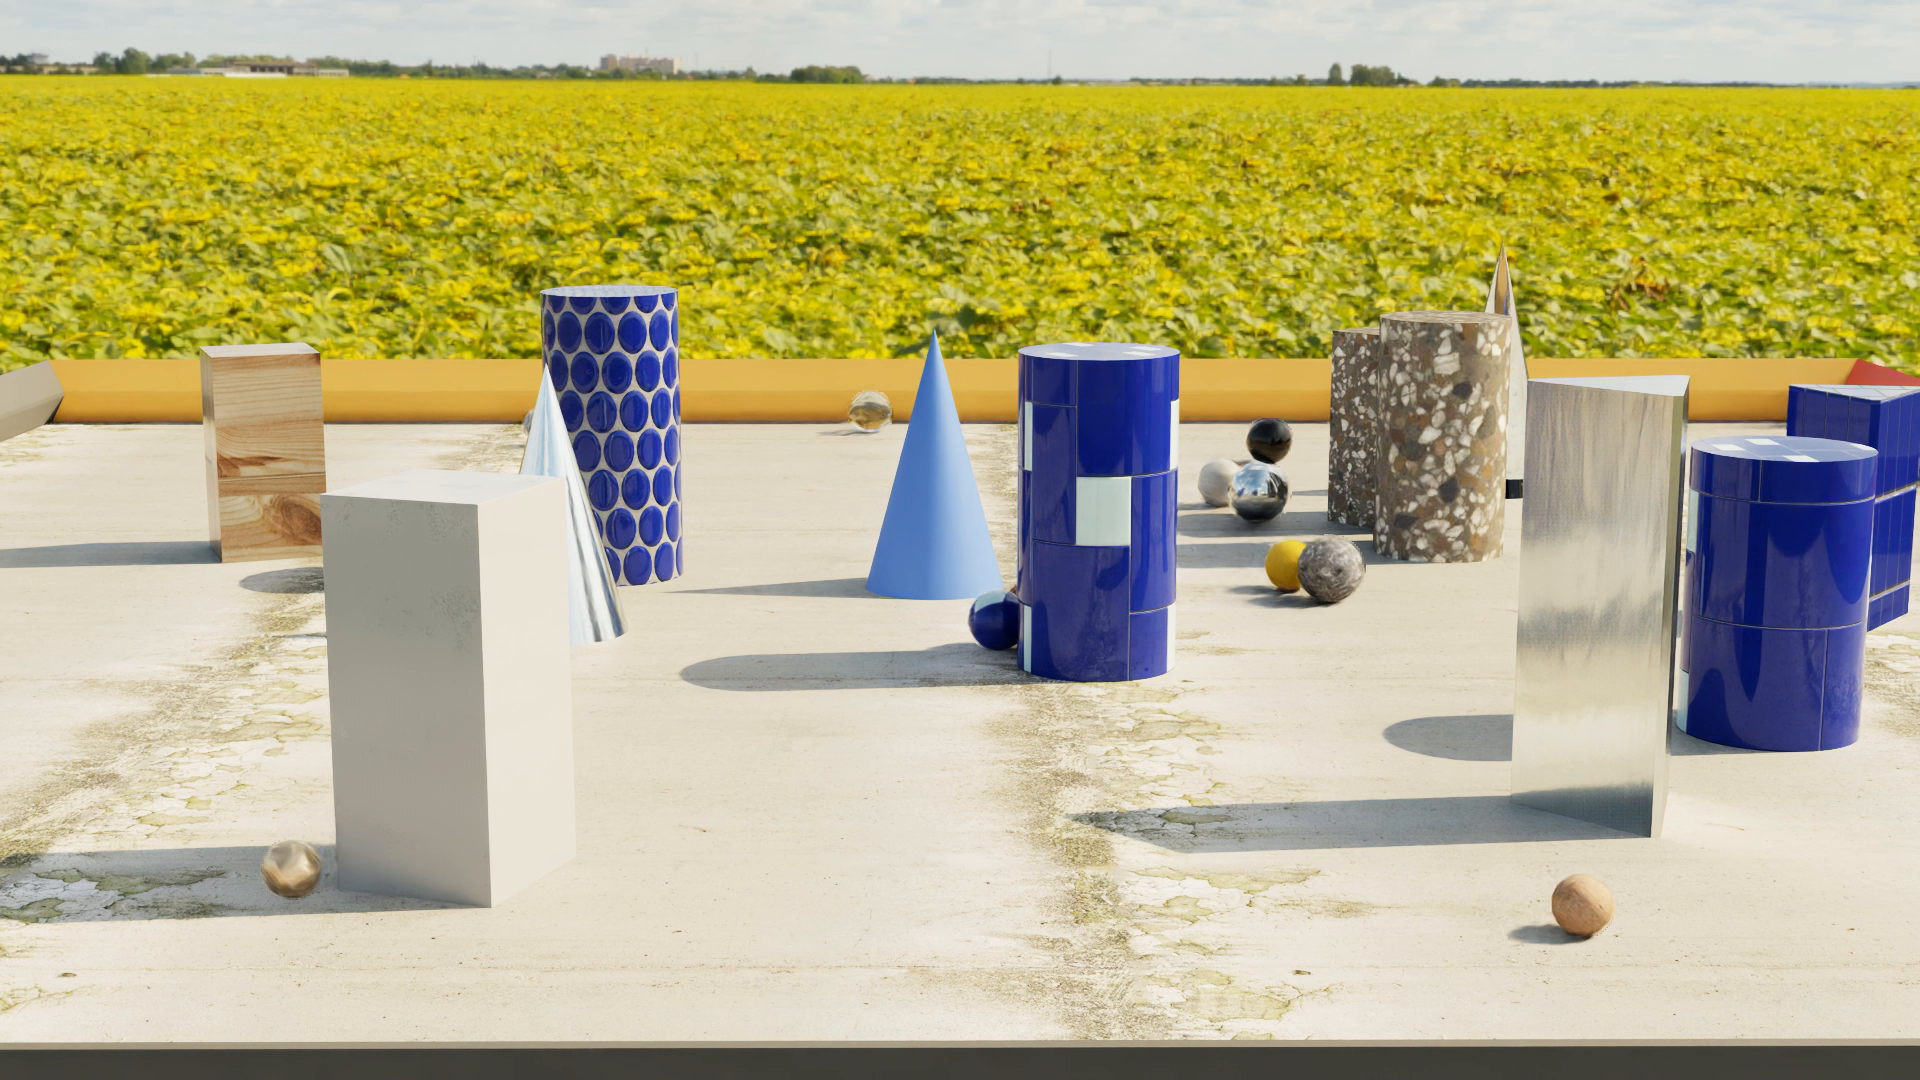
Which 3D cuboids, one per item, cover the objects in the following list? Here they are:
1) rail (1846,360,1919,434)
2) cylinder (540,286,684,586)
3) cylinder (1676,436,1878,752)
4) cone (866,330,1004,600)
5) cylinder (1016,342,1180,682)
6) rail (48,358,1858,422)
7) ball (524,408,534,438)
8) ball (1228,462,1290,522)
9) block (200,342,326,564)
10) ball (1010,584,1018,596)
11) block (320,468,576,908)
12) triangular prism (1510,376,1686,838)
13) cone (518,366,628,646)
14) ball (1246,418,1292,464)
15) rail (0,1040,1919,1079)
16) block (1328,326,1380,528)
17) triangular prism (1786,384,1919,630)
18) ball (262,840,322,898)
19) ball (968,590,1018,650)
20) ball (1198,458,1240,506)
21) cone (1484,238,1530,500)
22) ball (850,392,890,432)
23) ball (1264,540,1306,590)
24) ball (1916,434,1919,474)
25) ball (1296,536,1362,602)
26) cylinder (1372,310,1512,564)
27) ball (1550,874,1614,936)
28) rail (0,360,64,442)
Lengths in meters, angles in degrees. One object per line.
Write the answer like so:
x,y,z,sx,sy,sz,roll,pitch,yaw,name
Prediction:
1.840,0.031,3.459,0.045,0.126,3.751,0,11,0,rail
-0.498,-0.153,3.678,0.195,0.409,0.195,0,11,0,cylinder
0.895,0.055,2.817,0.195,0.315,0.195,0,11,0,cylinder
-0.036,-0.114,3.591,0.195,0.365,0.195,0,11,0,cone
0.167,-0.037,3.121,0.195,0.386,0.195,0,11,0,cylinder
-0.011,-0.305,5.270,3.728,0.126,0.045,0,11,0,rail
-0.805,-0.220,4.954,0.077,0.077,0.077,0,11,0,ball
0.480,-0.077,4.122,0.097,0.097,0.097,0,11,0,ball
-1.047,-0.134,3.861,0.156,0.306,0.156,-4,11,-22,block
0.089,0.083,3.376,0.056,0.056,0.056,0,11,0,ball
-0.457,0.128,2.308,0.156,0.358,0.156,4,11,19,block
0.661,0.055,2.517,0.146,0.424,0.169,-9,14,-41,triangular prism
-0.529,-0.054,3.311,0.195,0.350,0.195,0,11,0,cone
0.569,-0.182,4.727,0.083,0.083,0.083,0,11,0,ball
0.011,0.370,1.628,3.728,0.126,0.045,0,11,0,rail
0.703,-0.181,4.108,0.156,0.308,0.156,-9,14,-40,block
1.164,-0.049,3.406,0.146,0.305,0.169,8,13,38,triangular prism
-0.591,0.291,2.269,0.051,0.051,0.051,0,11,0,ball
0.048,0.100,3.228,0.077,0.077,0.077,0,11,0,ball
0.435,-0.097,4.283,0.078,0.078,0.078,0,11,0,ball
0.924,-0.300,4.406,0.195,0.433,0.195,0,11,0,cone
-0.179,-0.255,5.125,0.082,0.082,0.082,0,11,0,ball
0.462,0.035,3.594,0.071,0.071,0.071,0,11,0,ball
1.731,-0.153,4.561,0.088,0.088,0.088,0,11,0,ball
0.507,0.040,3.515,0.090,0.090,0.090,0,11,0,ball
0.724,-0.158,3.855,0.195,0.355,0.195,0,11,0,cylinder
0.527,0.309,2.172,0.052,0.052,0.052,0,11,0,ball
-1.840,0.034,3.439,0.045,0.126,3.751,0,11,0,rail
